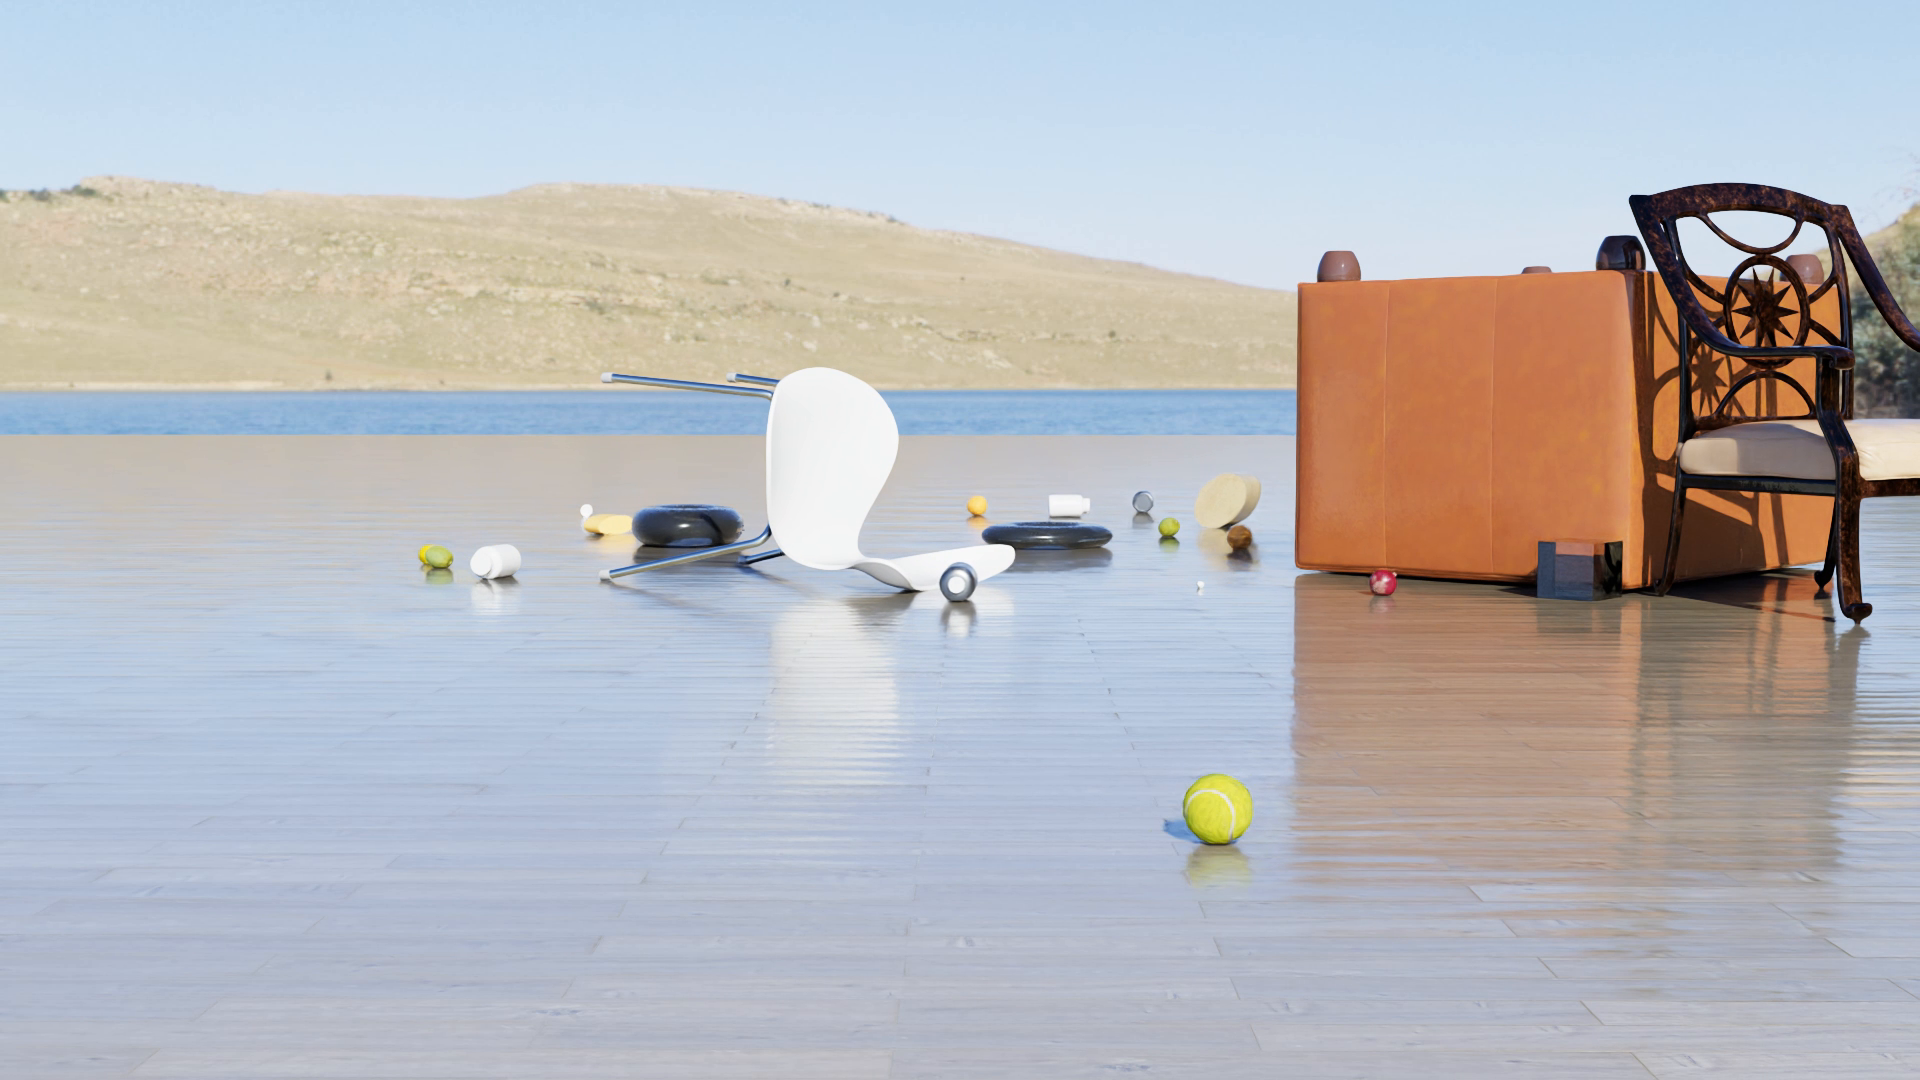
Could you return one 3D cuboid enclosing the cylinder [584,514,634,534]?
[{"bbox_3d":[-1.089,-0.049,6.828,0.130,0.058,0.092,-10,10,-39],"label":"cylinder"}]

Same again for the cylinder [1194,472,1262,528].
[{"bbox_3d":[0.870,-0.130,7.142,0.143,0.205,0.144,49,22,16],"label":"cylinder"}]

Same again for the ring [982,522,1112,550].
[{"bbox_3d":[0.248,-0.013,6.263,0.389,0.066,0.314,-1,5,-24],"label":"ring"}]

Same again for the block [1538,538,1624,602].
[{"bbox_3d":[1.335,0.063,4.735,0.128,0.122,0.141,3,5,41],"label":"block"}]

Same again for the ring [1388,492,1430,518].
[{"bbox_3d":[1.560,-0.120,7.636,0.150,0.094,0.078,-14,16,-13],"label":"ring"}]

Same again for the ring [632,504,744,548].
[{"bbox_3d":[-0.792,-0.044,6.401,0.324,0.109,0.506,1,3,-1],"label":"ring"}]
